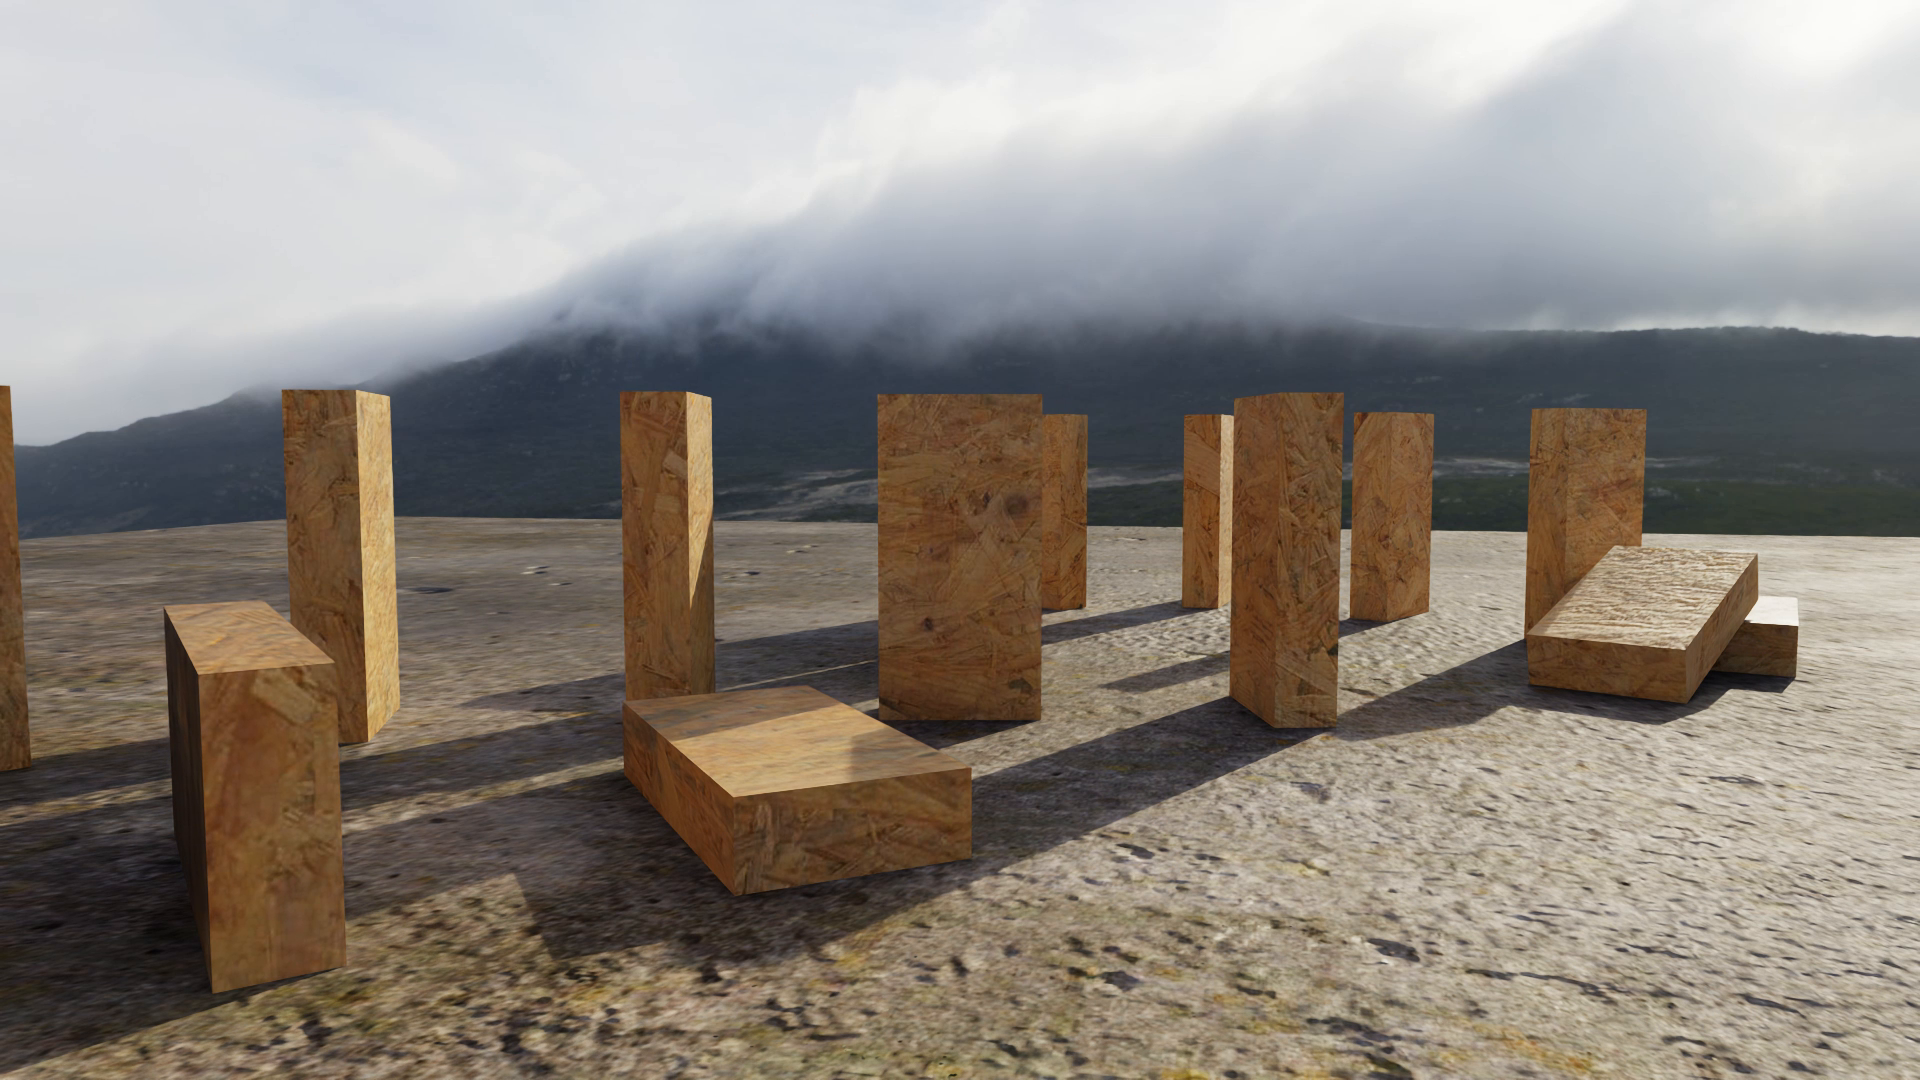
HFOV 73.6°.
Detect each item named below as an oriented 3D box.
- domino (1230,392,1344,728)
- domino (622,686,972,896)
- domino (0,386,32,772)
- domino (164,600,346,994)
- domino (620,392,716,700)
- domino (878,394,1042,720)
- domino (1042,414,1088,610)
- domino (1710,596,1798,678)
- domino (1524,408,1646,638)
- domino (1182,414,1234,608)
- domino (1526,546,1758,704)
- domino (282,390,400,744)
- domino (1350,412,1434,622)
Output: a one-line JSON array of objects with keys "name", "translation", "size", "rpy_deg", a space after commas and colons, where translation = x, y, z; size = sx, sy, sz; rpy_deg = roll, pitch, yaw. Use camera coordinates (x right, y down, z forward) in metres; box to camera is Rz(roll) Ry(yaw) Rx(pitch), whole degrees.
[{"name": "domino", "translation": [0.051, 0.002, 0.203], "size": [0.009, 0.050, 0.025], "rpy_deg": [0, 4, -3]}, {"name": "domino", "translation": [-0.021, 0.027, 0.148], "size": [0.025, 0.009, 0.050], "rpy_deg": [-2, 5, -26]}, {"name": "domino", "translation": [-0.135, 0.005, 0.172], "size": [0.025, 0.050, 0.009], "rpy_deg": [4, 6, 42]}, {"name": "domino", "translation": [-0.068, 0.021, 0.122], "size": [0.010, 0.025, 0.050], "rpy_deg": [-3, 5, -34]}, {"name": "domino", "translation": [-0.045, 0.003, 0.199], "size": [0.010, 0.050, 0.025], "rpy_deg": [0, 4, -3]}, {"name": "domino", "translation": [0.000, 0.002, 0.201], "size": [0.025, 0.050, 0.009], "rpy_deg": [0, 4, 0]}, {"name": "domino", "translation": [0.021, -0.008, 0.339], "size": [0.009, 0.050, 0.025], "rpy_deg": [-4, 6, -40]}, {"name": "domino", "translation": [0.156, 0.018, 0.261], "size": [0.025, 0.010, 0.050], "rpy_deg": [3, 5, 33]}, {"name": "domino", "translation": [0.137, -0.003, 0.280], "size": [0.025, 0.050, 0.009], "rpy_deg": [-2, 5, -27]}, {"name": "domino", "translation": [0.067, -0.008, 0.343], "size": [0.009, 0.050, 0.025], "rpy_deg": [2, 5, 21]}, {"name": "domino", "translation": [0.126, 0.014, 0.235], "size": [0.025, 0.009, 0.050], "rpy_deg": [4, 21, 43]}, {"name": "domino", "translation": [-0.092, 0.003, 0.192], "size": [0.009, 0.050, 0.025], "rpy_deg": [-1, 4, -14]}, {"name": "domino", "translation": [0.107, -0.006, 0.318], "size": [0.009, 0.050, 0.025], "rpy_deg": [4, 6, 42]}]
